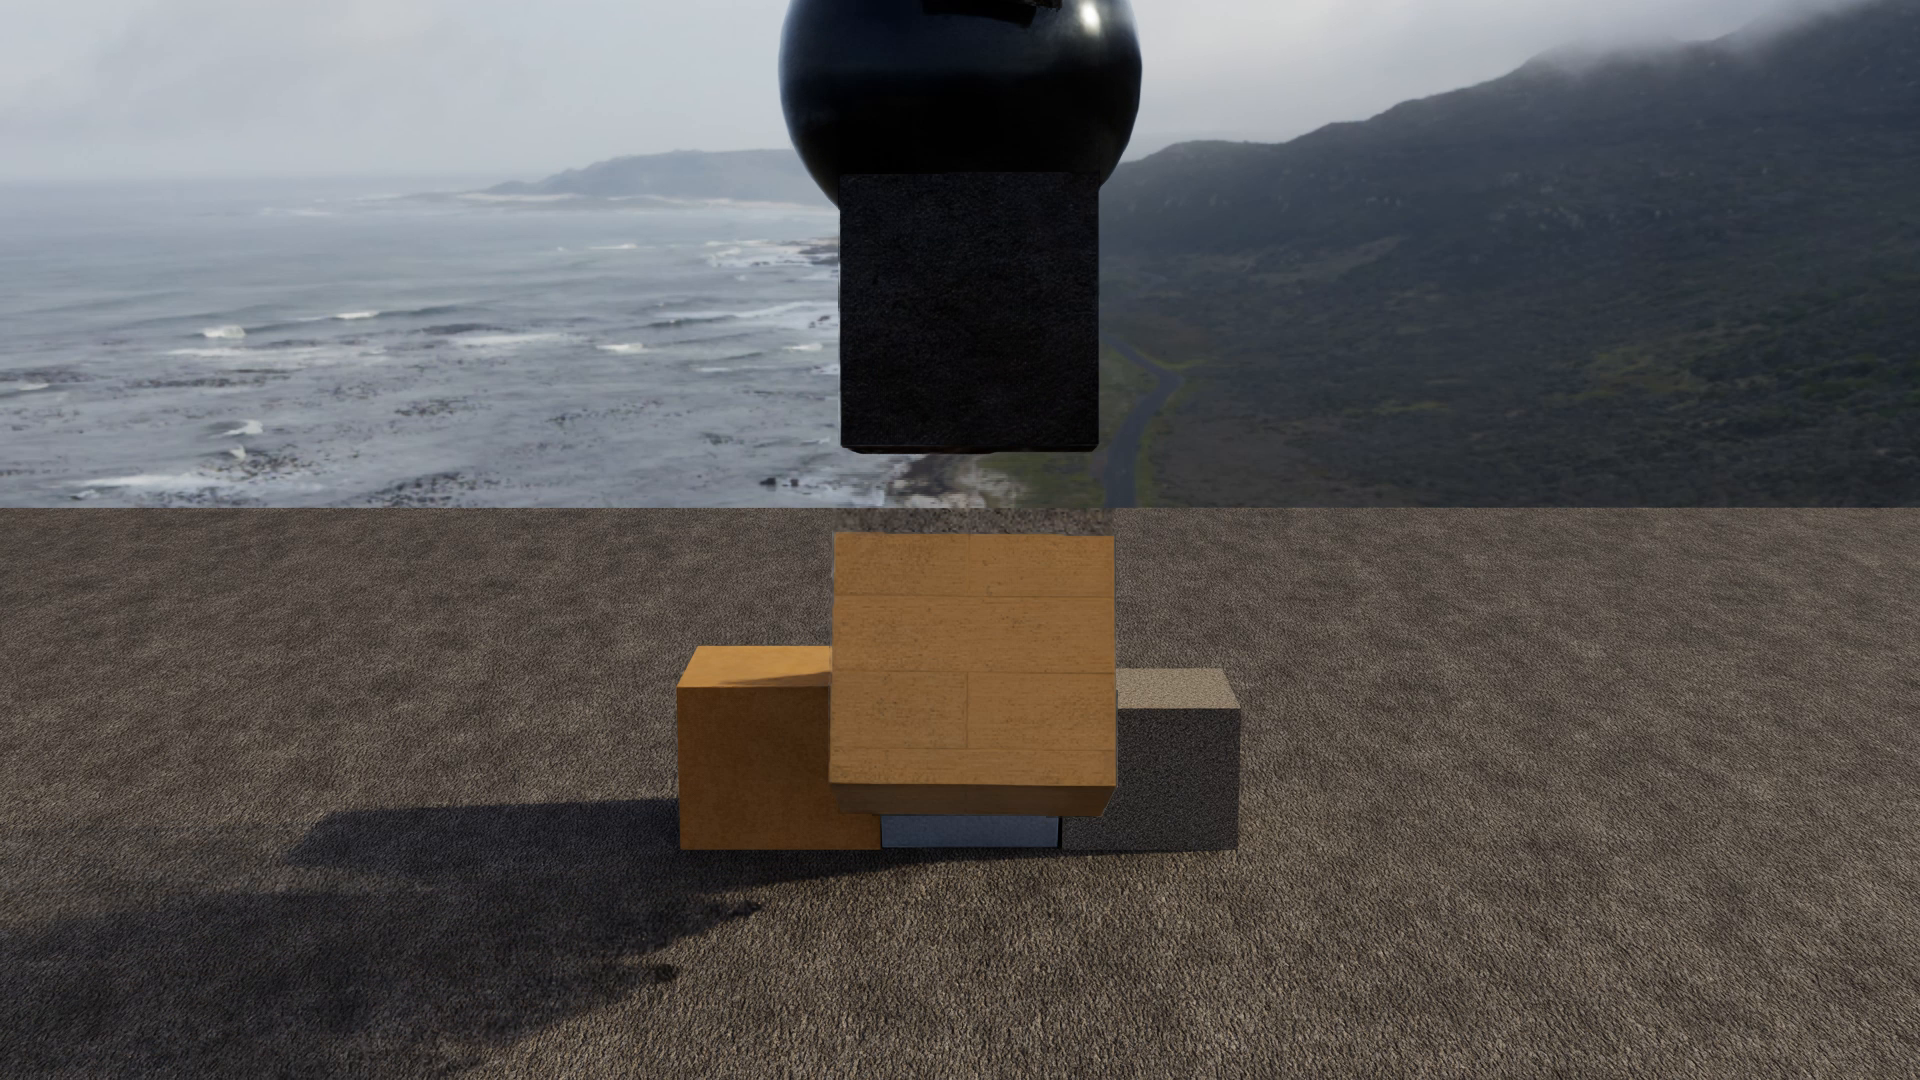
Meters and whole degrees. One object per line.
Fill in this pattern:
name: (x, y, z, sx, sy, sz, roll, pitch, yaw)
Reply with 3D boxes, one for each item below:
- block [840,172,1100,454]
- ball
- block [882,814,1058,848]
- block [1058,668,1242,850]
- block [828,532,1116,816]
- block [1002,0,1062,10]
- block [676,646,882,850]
block: (0.043, -0.786, 7.874, 0.876, 0.924, 0.846, 0, 1, 2)
ball: (0.000, -2.046, 9.622, 1.600, 1.600, 1.600, 0, 10, 0)
block: (0.049, 0.937, 11.022, 0.880, 0.920, 0.800, 0, 45, 0)
block: (0.952, 1.119, 11.371, 0.881, 0.730, 0.833, 0, 10, 0)
block: (0.044, 0.476, 7.501, 0.915, 0.823, 0.807, 1, -14, 0)
block: (0.142, -2.565, 8.693, 0.621, 0.534, 0.652, 7, 54, -6)
block: (-0.899, 1.059, 11.392, 1.004, 0.840, 0.894, 0, 10, 0)
